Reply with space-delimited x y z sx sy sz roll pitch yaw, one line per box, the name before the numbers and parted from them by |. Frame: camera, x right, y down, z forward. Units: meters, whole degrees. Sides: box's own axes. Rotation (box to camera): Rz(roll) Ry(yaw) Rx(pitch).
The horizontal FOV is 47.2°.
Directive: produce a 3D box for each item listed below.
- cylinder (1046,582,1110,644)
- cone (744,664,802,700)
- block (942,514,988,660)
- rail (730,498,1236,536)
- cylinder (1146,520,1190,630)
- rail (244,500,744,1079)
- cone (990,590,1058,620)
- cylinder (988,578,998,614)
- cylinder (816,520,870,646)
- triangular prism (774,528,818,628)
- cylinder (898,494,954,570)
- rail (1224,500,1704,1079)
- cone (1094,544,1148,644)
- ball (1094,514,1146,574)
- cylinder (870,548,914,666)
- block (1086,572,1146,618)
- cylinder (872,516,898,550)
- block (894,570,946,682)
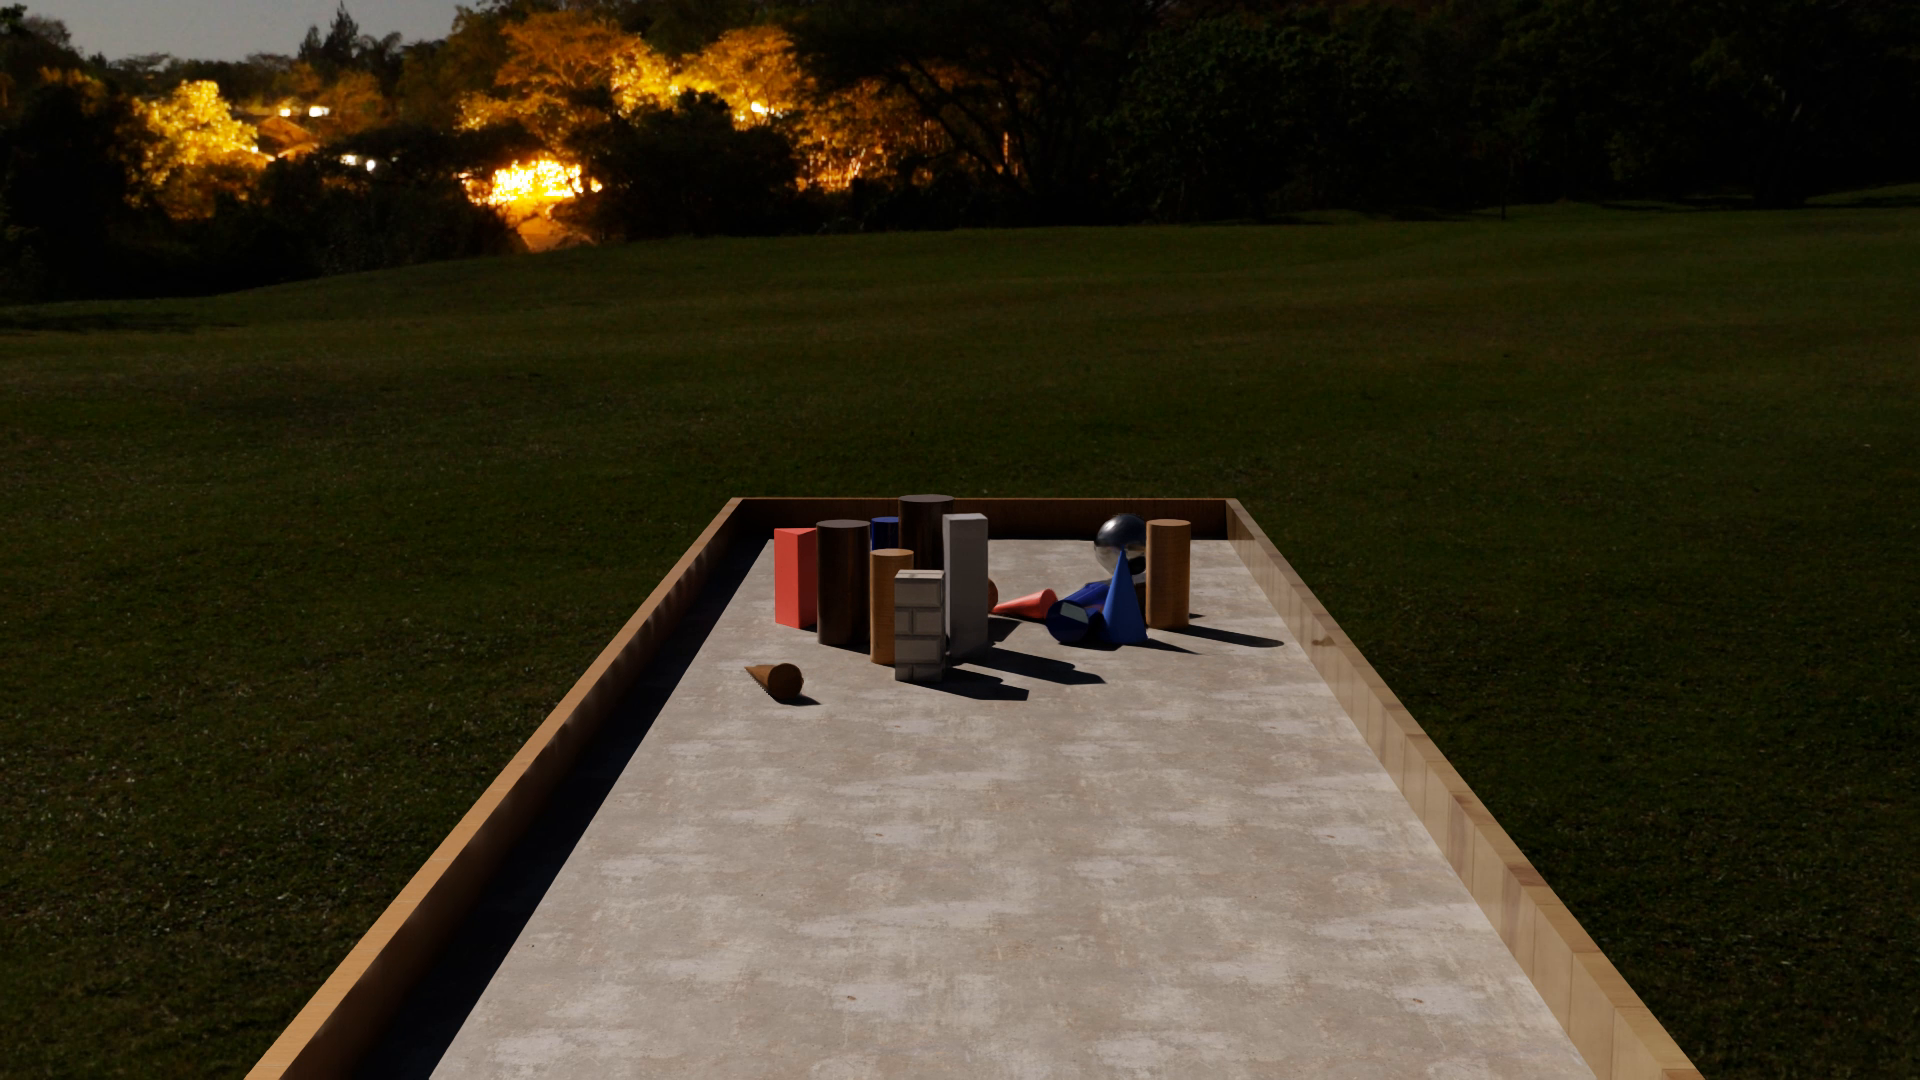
cylinder | 0.396 0.233 7.087 0.141 0.141 0.329 3 10 20
cone | -0.570 0.389 6.391 0.103 0.103 0.459 -3 3 -20
block | 0.016 0.141 6.744 0.119 0.430 0.119 -2 9 -11
rail | 0.099 -0.098 9.147 2.100 0.150 0.050 0 9 1
cylinder | 0.681 0.112 7.205 0.144 0.343 0.144 0 9 0
rail | -1.004 0.839 3.234 0.050 0.150 12.000 0 9 1
cone | 0.176 0.230 7.389 0.303 0.107 0.107 -6 4 37
cylinder | 0.026 0.210 7.230 0.142 0.142 0.319 2 9 12
cylinder | -0.367 0.135 6.953 0.172 0.378 0.172 0 9 0
triangular prism | -0.517 0.121 7.246 0.125 0.313 0.144 -7 11 -37
cylinder | -0.105 0.095 6.944 0.178 0.459 0.178 0 9 0
rail | 1.046 0.843 3.208 0.050 0.150 12.000 0 9 1
cone | 0.516 0.164 6.993 0.171 0.307 0.171 0 9 0
ball | 0.613 0.023 8.124 0.232 0.232 0.232 0 9 0
cylinder | -0.206 0.202 6.665 0.134 0.335 0.134 0 9 0
block | 0.577 0.193 7.412 0.331 0.119 0.119 -9 13 -44
cylinder | -0.228 0.108 7.202 0.123 0.353 0.123 0 9 0
block | -0.116 0.250 6.459 0.136 0.305 0.136 1 9 5
